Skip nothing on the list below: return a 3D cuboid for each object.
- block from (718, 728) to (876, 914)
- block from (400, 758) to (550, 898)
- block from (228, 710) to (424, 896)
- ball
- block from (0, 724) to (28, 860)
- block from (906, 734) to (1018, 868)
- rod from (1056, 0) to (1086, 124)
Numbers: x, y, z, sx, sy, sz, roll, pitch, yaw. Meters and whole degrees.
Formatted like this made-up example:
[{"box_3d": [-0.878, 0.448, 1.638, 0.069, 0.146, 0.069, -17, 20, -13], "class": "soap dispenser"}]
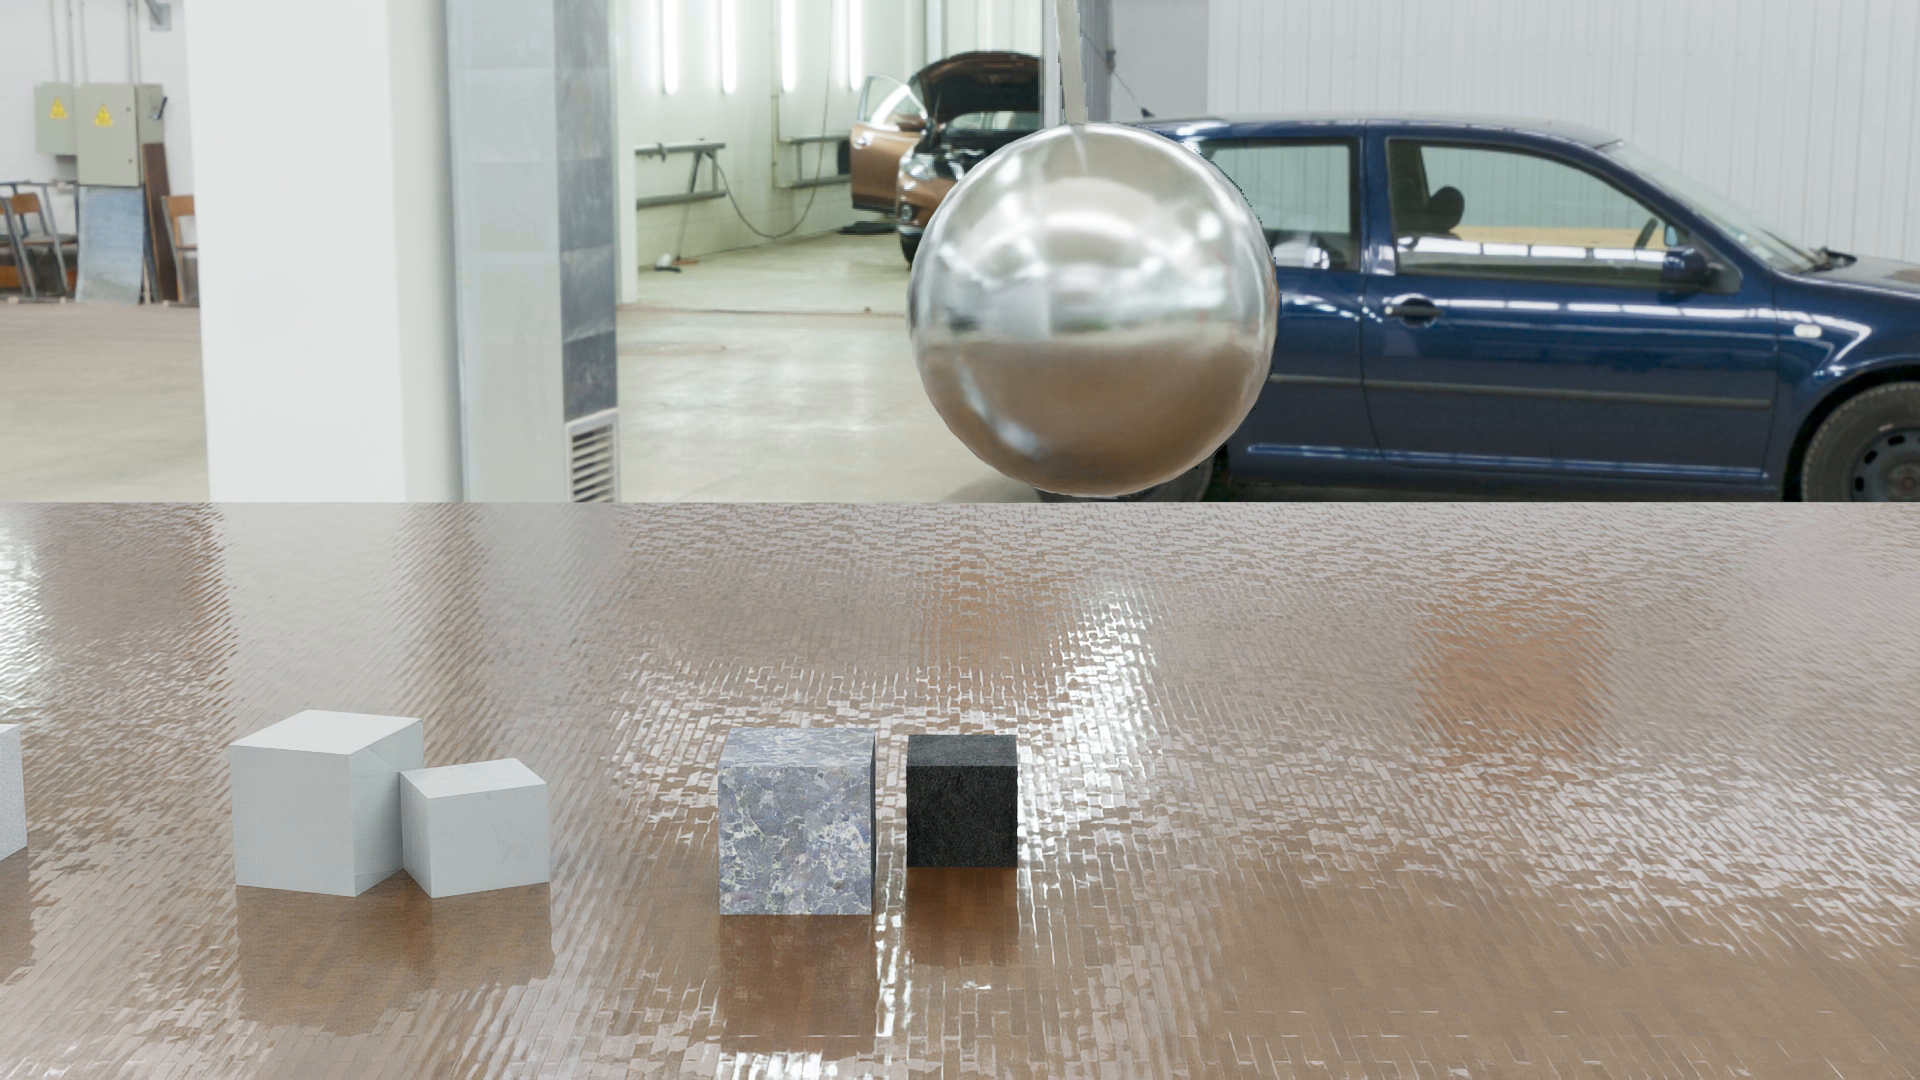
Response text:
[{"box_3d": [-0.696, 1.209, 11.113, 0.640, 0.646, 0.646, 0, 10, 0], "class": "block"}, {"box_3d": [-2.148, 1.267, 11.350, 0.529, 0.446, 0.476, -5, 11, -26], "class": "block"}, {"box_3d": [-2.801, 1.159, 11.417, 0.586, 0.635, 0.648, 3, 11, 16], "class": "block"}, {"box_3d": [0.568, -0.981, 11.002, 1.600, 1.600, 1.600, 0, 10, 0], "class": "ball"}, {"box_3d": [-4.646, 1.169, 11.532, 0.609, 0.573, 0.596, 2, 10, 9], "class": "block"}, {"box_3d": [0.009, 1.187, 11.730, 0.498, 0.469, 0.554, 0, 10, 0], "class": "block"}, {"box_3d": [0.246, -4.311, 10.396, 0.080, 5.200, 0.080, -5, 10, 1], "class": "rod"}]
